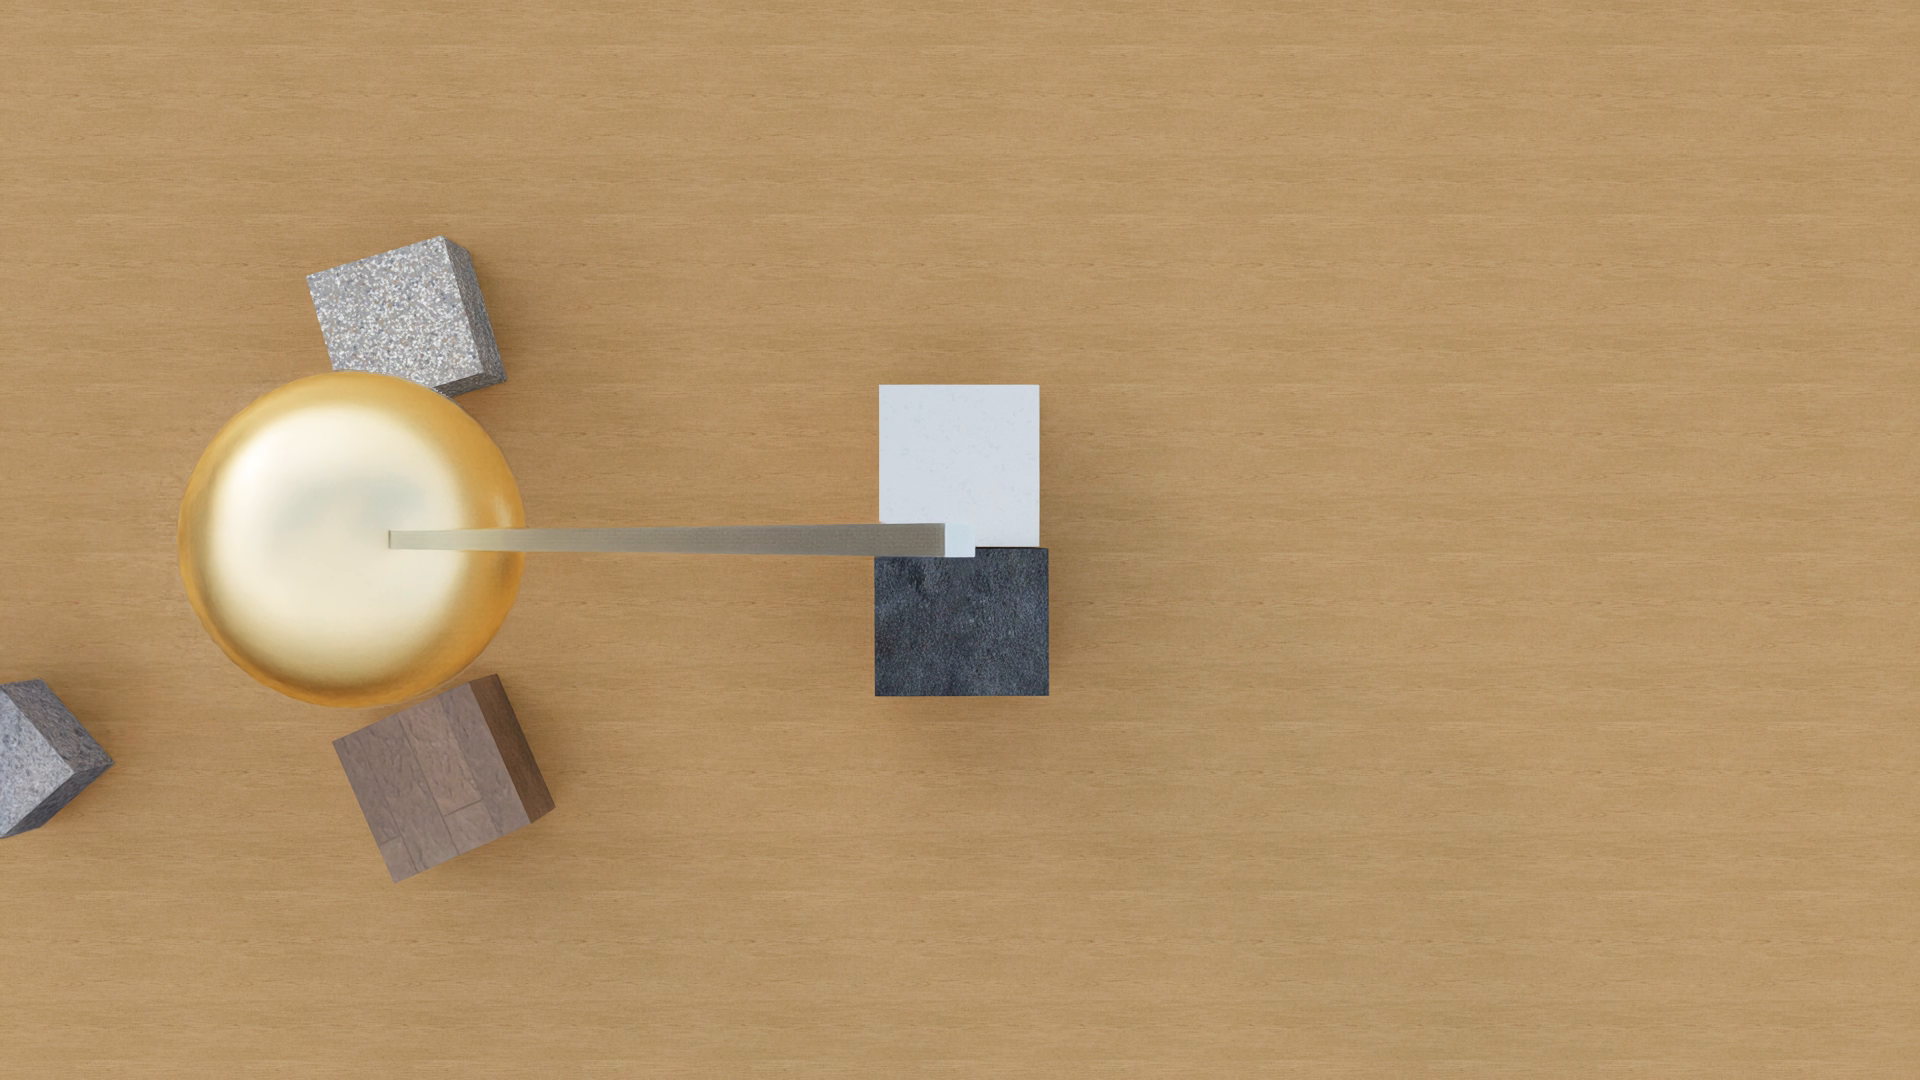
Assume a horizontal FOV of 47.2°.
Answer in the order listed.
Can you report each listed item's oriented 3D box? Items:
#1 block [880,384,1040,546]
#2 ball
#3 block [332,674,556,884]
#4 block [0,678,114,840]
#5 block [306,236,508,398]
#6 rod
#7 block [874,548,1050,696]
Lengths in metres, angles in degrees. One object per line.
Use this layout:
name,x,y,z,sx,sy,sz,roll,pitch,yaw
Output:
block,-0.004,-0.410,12.561,0.881,0.877,0.891,0,90,0
ball,-2.867,0.000,10.434,1.600,1.600,1.600,0,90,0
block,-2.943,1.352,12.622,0.832,0.757,0.866,-24,90,0
block,-5.432,1.256,12.705,0.578,0.591,0.664,-41,90,0
block,-3.172,-1.211,12.666,0.801,0.668,0.802,-17,90,0
rod,-1.242,0.000,7.447,0.080,5.200,0.080,0,90,-29
block,0.009,0.452,12.530,0.956,0.940,0.809,0,90,0
